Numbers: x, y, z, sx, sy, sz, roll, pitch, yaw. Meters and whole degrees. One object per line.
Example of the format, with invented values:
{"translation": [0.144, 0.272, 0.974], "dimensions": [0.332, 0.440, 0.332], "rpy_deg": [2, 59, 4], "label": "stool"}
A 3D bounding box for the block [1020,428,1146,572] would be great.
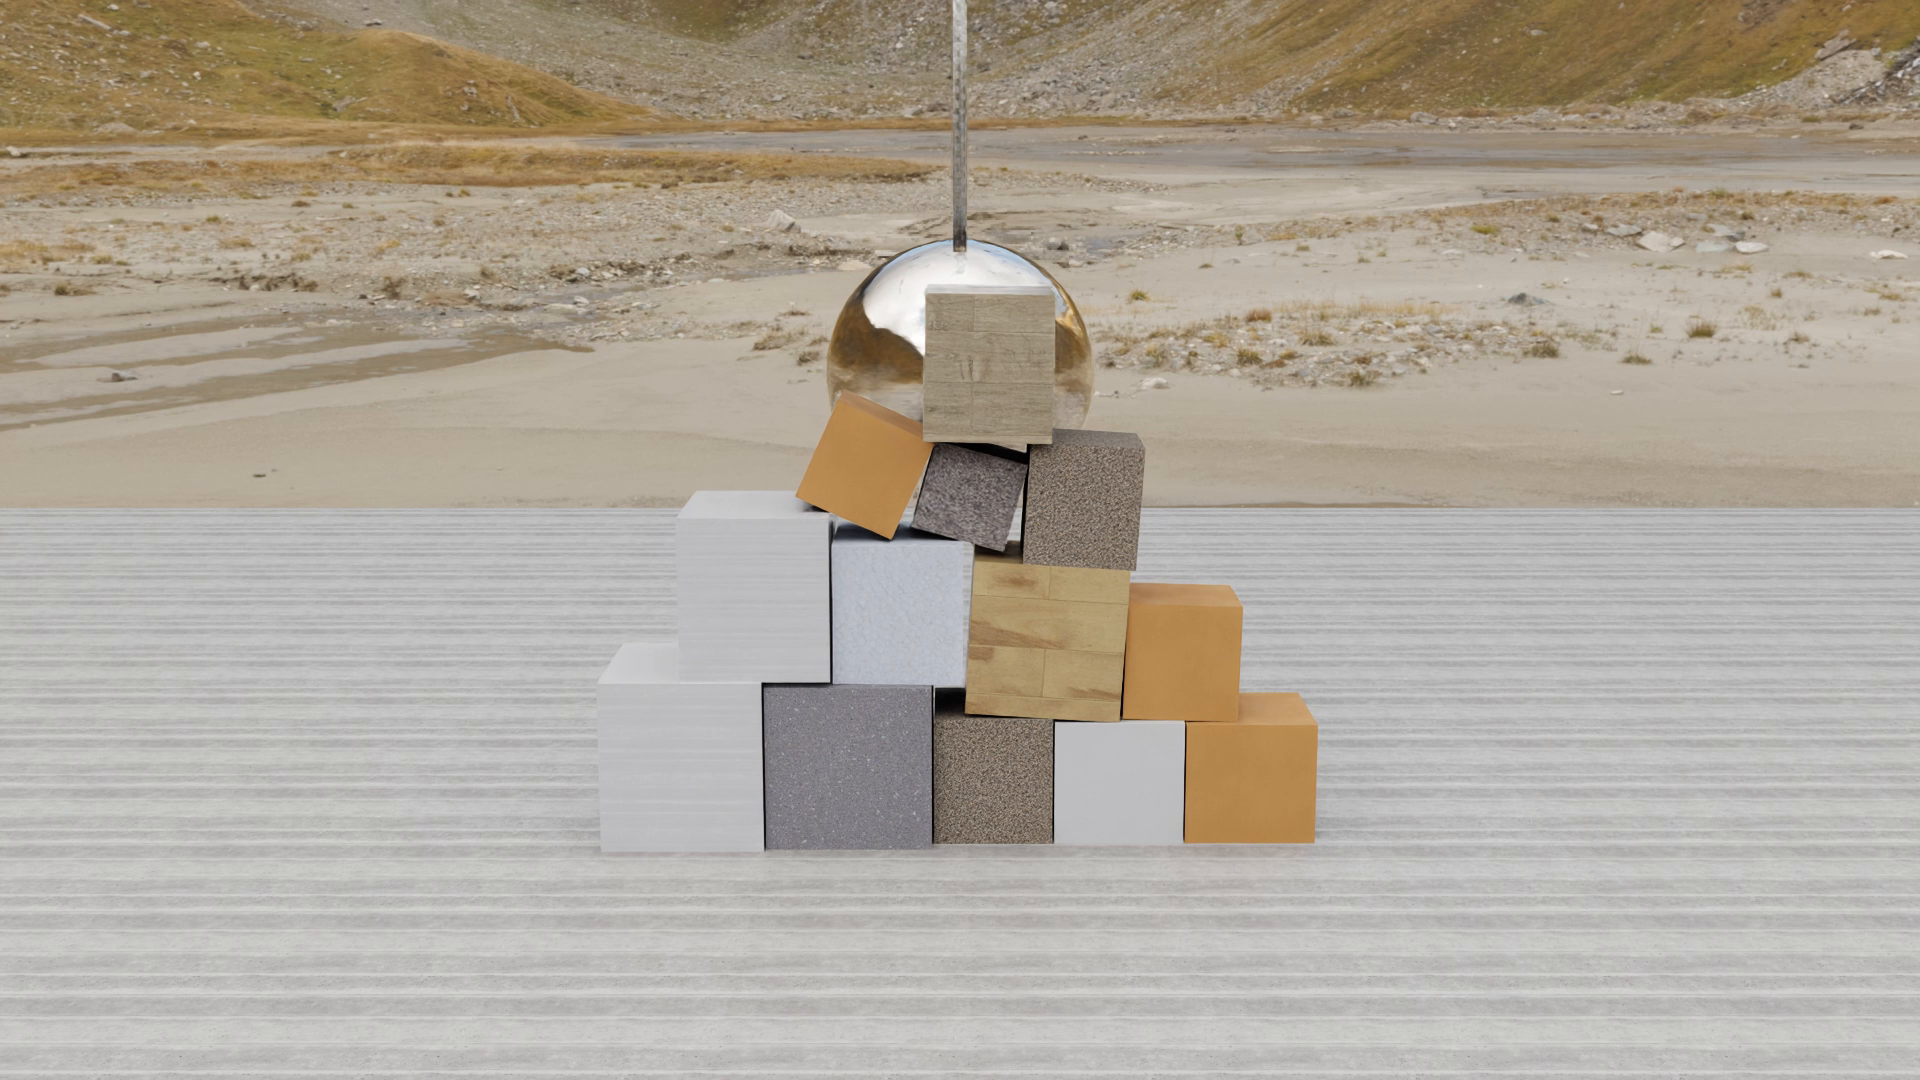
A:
{"translation": [0.612, -0.216, 11.127], "dimensions": [0.564, 0.612, 0.588], "rpy_deg": [4, 10, 0], "label": "block"}

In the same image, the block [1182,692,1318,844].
{"translation": [1.466, 1.172, 11.398], "dimensions": [0.657, 0.617, 0.659], "rpy_deg": [0, 10, 0], "label": "block"}

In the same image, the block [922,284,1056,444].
{"translation": [0.139, -0.890, 10.986], "dimensions": [0.629, 0.723, 0.691], "rpy_deg": [1, 10, -1], "label": "block"}

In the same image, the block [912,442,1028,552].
{"translation": [0.051, -0.257, 11.147], "dimensions": [0.475, 0.452, 0.458], "rpy_deg": [15, 10, -2], "label": "block"}

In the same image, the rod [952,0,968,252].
{"translation": [0.000, -3.920, 11.381], "dimensions": [0.080, 5.200, 0.080], "rpy_deg": [0, 31, 0], "label": "rod"}

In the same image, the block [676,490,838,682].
{"translation": [-1.015, 0.222, 11.222], "dimensions": [0.744, 0.822, 0.861], "rpy_deg": [0, 10, 0], "label": "block"}

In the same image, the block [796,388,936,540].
{"translation": [-0.469, -0.390, 11.116], "dimensions": [0.523, 0.527, 0.534], "rpy_deg": [24, 9, -4], "label": "block"}

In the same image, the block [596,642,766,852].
{"translation": [-1.388, 1.053, 11.361], "dimensions": [0.813, 0.863, 0.900], "rpy_deg": [0, 10, 0], "label": "block"}

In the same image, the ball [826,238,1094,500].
{"translation": [0.000, -0.992, 13.108], "dimensions": [1.600, 1.600, 1.600], "rpy_deg": [0, 10, 0], "label": "ball"}

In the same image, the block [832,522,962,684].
{"translation": [-0.310, 0.313, 11.237], "dimensions": [0.647, 0.703, 0.708], "rpy_deg": [0, 10, 0], "label": "block"}

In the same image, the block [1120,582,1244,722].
{"translation": [1.116, 0.568, 11.287], "dimensions": [0.578, 0.591, 0.550], "rpy_deg": [2, 10, 0], "label": "block"}

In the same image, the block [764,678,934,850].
{"translation": [-0.556, 1.065, 11.389], "dimensions": [0.830, 0.831, 0.887], "rpy_deg": [0, 10, 0], "label": "block"}

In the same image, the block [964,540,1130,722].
{"translation": [0.436, 0.453, 11.277], "dimensions": [0.775, 0.777, 0.655], "rpy_deg": [4, 10, -1], "label": "block"}

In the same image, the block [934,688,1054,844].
{"translation": [0.167, 1.159, 11.386], "dimensions": [0.597, 0.646, 0.666], "rpy_deg": [0, 10, 0], "label": "block"}

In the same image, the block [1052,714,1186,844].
{"translation": [0.802, 1.169, 11.389], "dimensions": [0.651, 0.625, 0.655], "rpy_deg": [0, 10, 0], "label": "block"}
